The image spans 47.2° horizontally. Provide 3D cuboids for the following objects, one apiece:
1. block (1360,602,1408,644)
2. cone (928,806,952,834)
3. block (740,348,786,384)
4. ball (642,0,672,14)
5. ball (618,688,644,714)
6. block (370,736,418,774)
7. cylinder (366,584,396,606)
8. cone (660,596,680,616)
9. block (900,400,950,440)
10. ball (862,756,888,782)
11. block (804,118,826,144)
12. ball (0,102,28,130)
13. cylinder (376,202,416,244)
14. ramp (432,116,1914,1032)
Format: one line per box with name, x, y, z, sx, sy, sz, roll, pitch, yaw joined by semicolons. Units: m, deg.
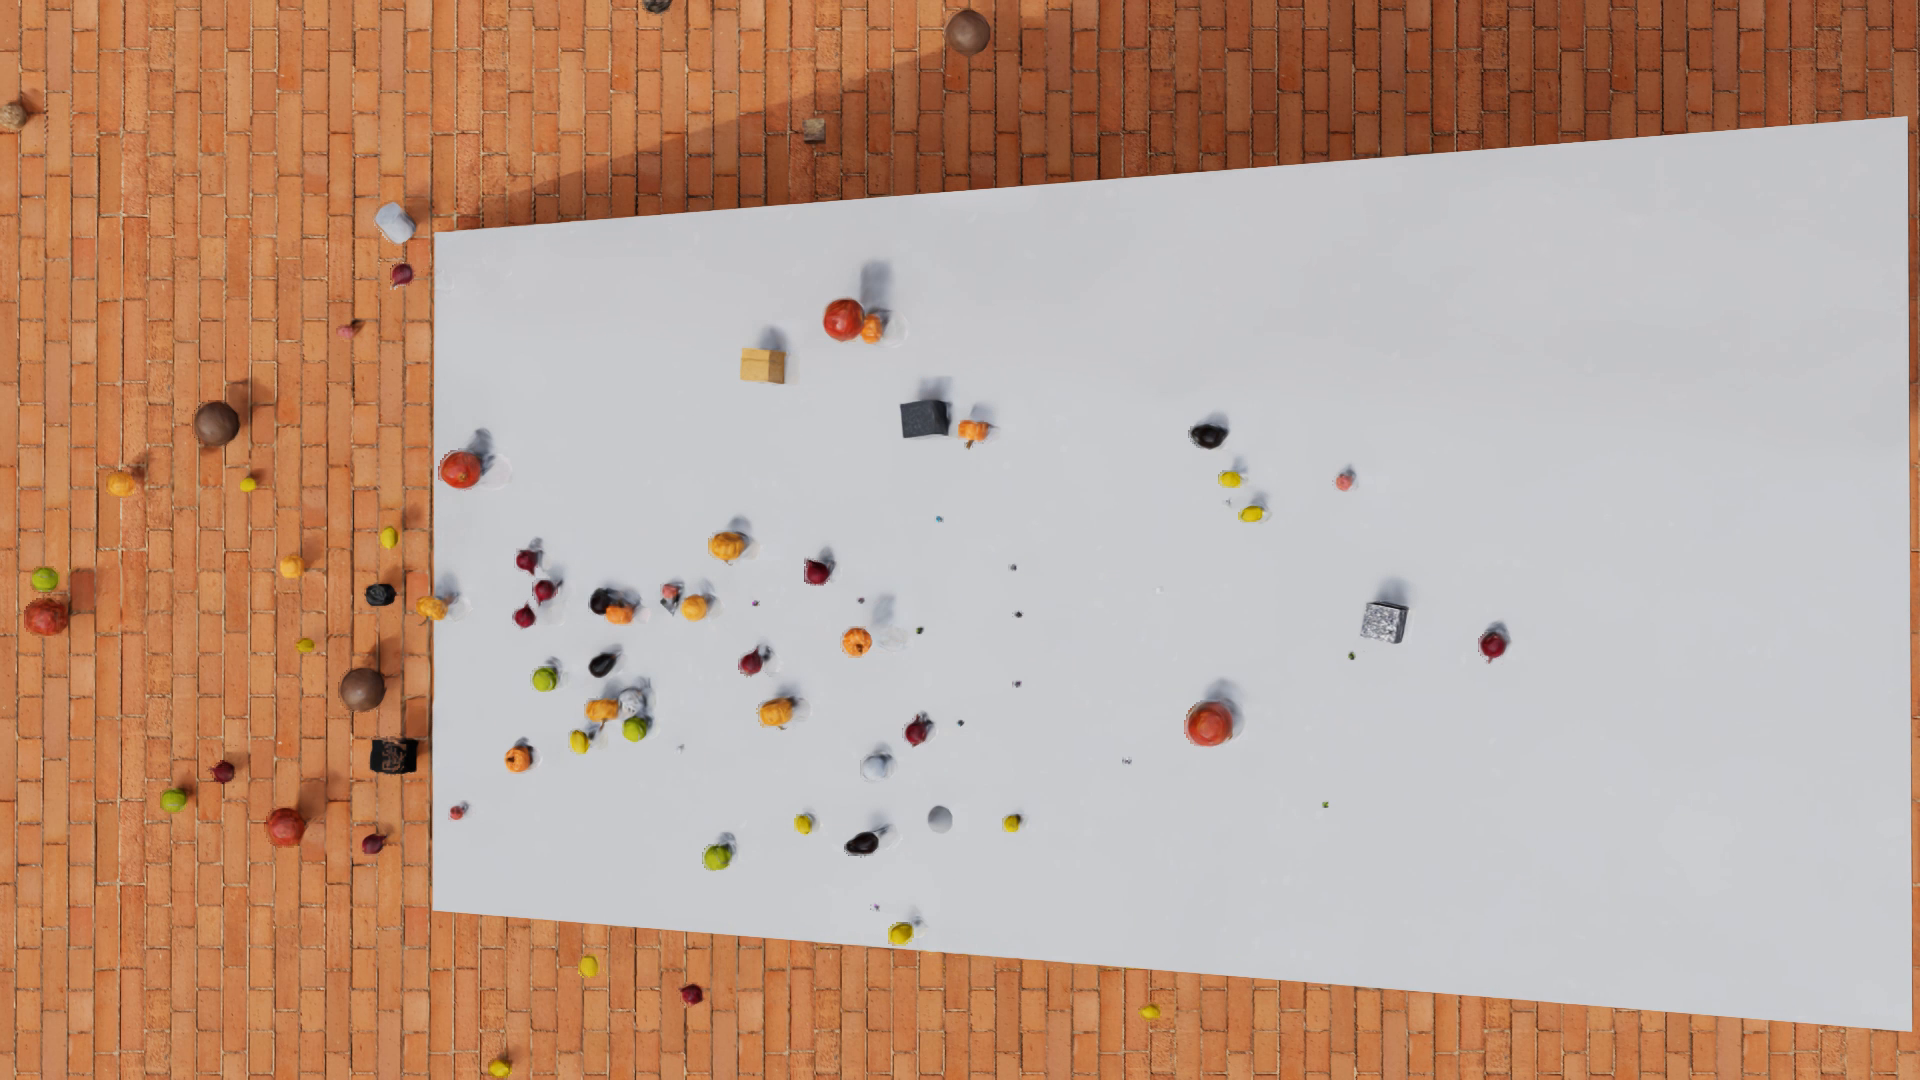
block;1.013;0.198;5.251;0.082;0.082;0.082;12;94;25
cone;-0.068;0.735;5.751;0.074;0.074;0.074;0;89;25
block;-0.536;-0.472;5.975;0.087;0.087;0.087;5;91;25
ball;-0.904;-1.616;6.555;0.089;0.089;0.089;0;89;0
ball;-0.919;0.450;6.151;0.072;0.072;0.072;0;89;0
block;-1.672;0.636;6.494;0.092;0.092;0.092;6;93;28
cylinder;-1.724;0.163;6.540;0.065;0.065;0.065;0;90;12
cone;-0.803;0.191;6.126;0.052;0.052;0.052;-10;114;0
block;-0.093;-0.314;5.766;0.091;0.091;0.091;-7;86;25
ball;-0.227;0.606;5.830;0.068;0.068;0.068;0;89;0
block;-0.433;-1.219;6.563;0.064;0.064;0.064;-1;89;0
ball;-2.824;-1.264;6.556;0.079;0.079;0.079;0;89;0
cylinder;-1.670;-0.938;6.510;0.085;0.085;0.085;-14;53;19
ramp;0.282;0.082;5.692;4.000;0.100;2.000;0;89;25
